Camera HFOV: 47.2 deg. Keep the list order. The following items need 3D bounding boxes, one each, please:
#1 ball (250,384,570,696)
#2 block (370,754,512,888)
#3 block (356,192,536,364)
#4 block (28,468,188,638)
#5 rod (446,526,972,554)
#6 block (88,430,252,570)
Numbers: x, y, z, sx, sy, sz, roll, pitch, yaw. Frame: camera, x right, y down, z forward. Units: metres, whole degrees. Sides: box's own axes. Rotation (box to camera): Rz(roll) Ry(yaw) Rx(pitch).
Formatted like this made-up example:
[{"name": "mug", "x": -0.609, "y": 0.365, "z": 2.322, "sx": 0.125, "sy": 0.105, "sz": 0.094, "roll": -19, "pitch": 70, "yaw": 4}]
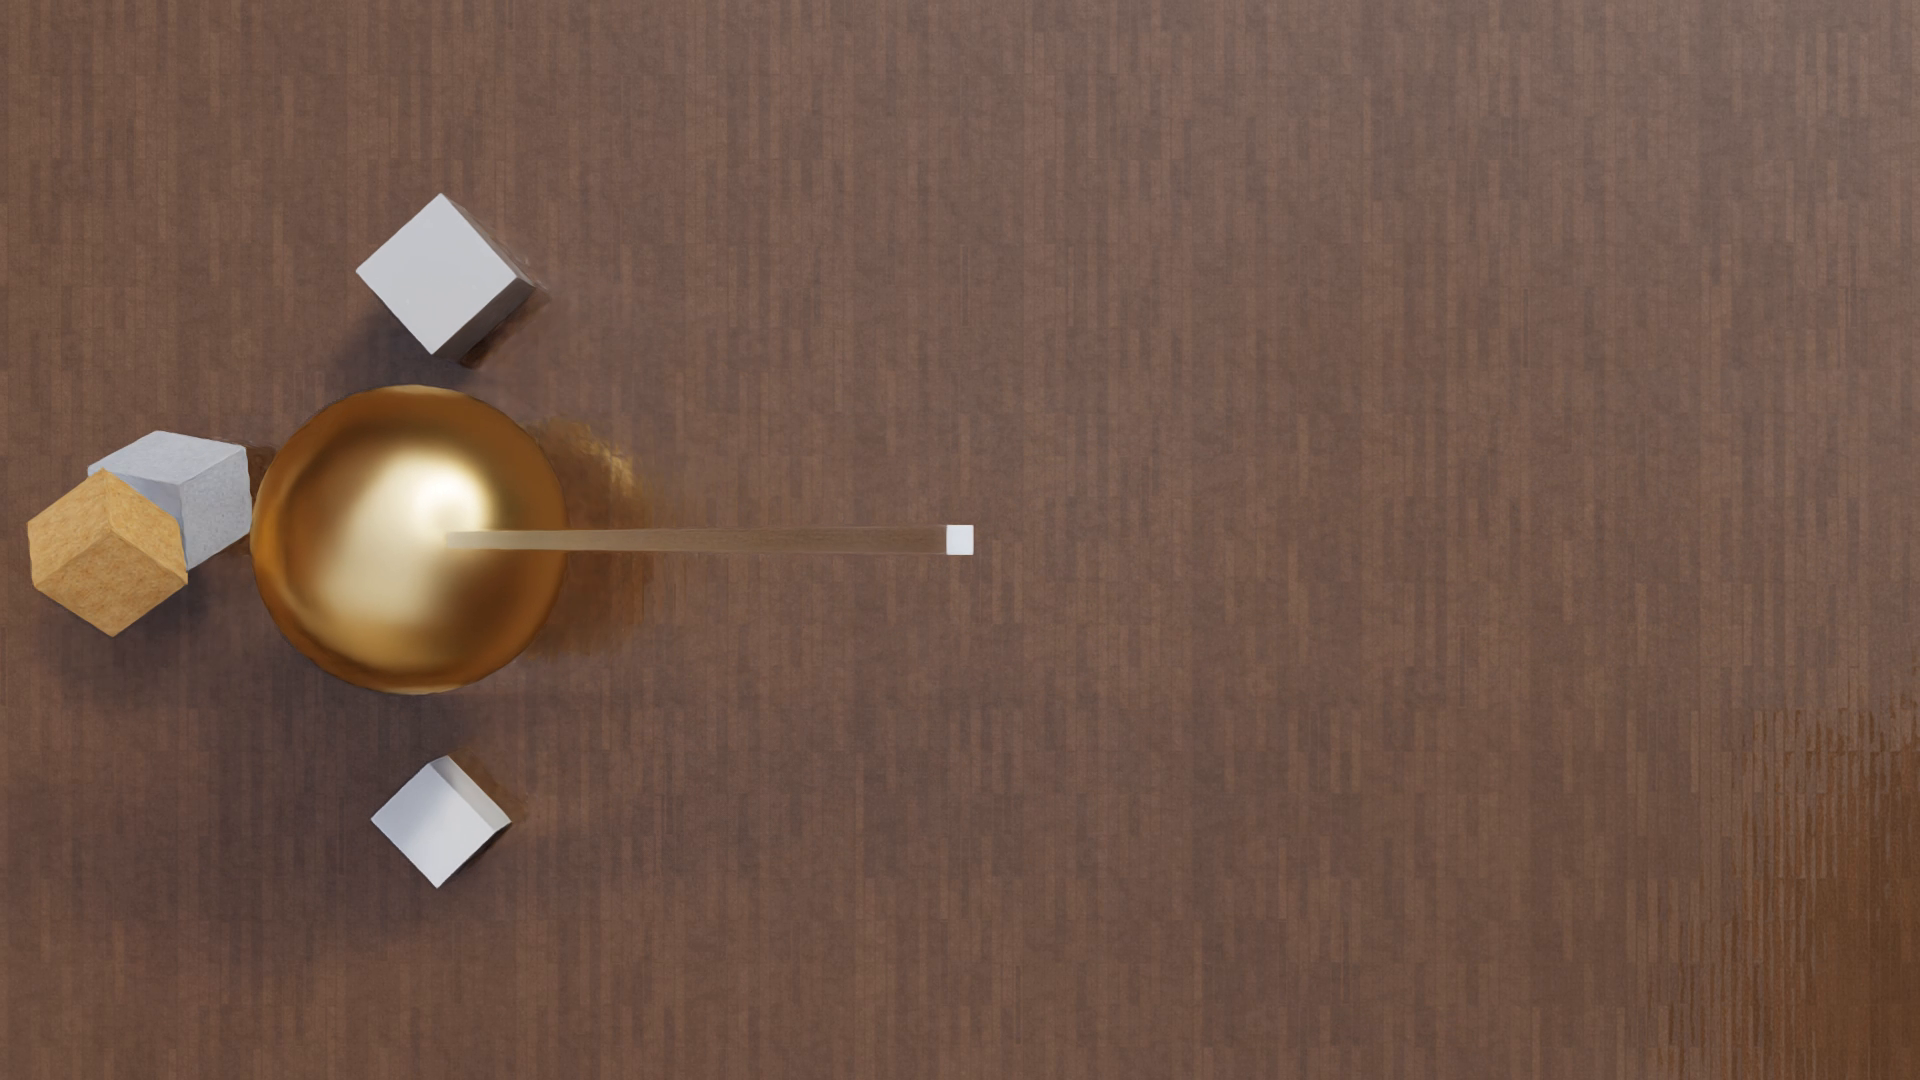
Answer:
[{"name": "ball", "x": -2.812, "y": 0.000, "z": 11.301, "sx": 1.600, "sy": 1.600, "sz": 1.600, "roll": 0, "pitch": 90, "yaw": 0}, {"name": "block", "x": -3.003, "y": 1.626, "z": 12.761, "sx": 0.460, "sy": 0.479, "sz": 0.548, "roll": -44, "pitch": 90, "yaw": 0}, {"name": "block", "x": -2.957, "y": -1.503, "z": 12.706, "sx": 0.655, "sy": 0.587, "sz": 0.641, "roll": -42, "pitch": 90, "yaw": 0}, {"name": "block", "x": -4.327, "y": 0.065, "z": 11.166, "sx": 0.500, "sy": 0.528, "sz": 0.486, "roll": -34, "pitch": 47, "yaw": 7}, {"name": "rod", "x": -1.218, "y": 0.000, "z": 8.298, "sx": 0.080, "sy": 5.200, "sz": 0.080, "roll": 0, "pitch": 90, "yaw": -28}, {"name": "block", "x": -4.398, "y": -0.229, "z": 12.286, "sx": 0.592, "sy": 0.595, "sz": 0.513, "roll": 10, "pitch": 116, "yaw": 16}]
